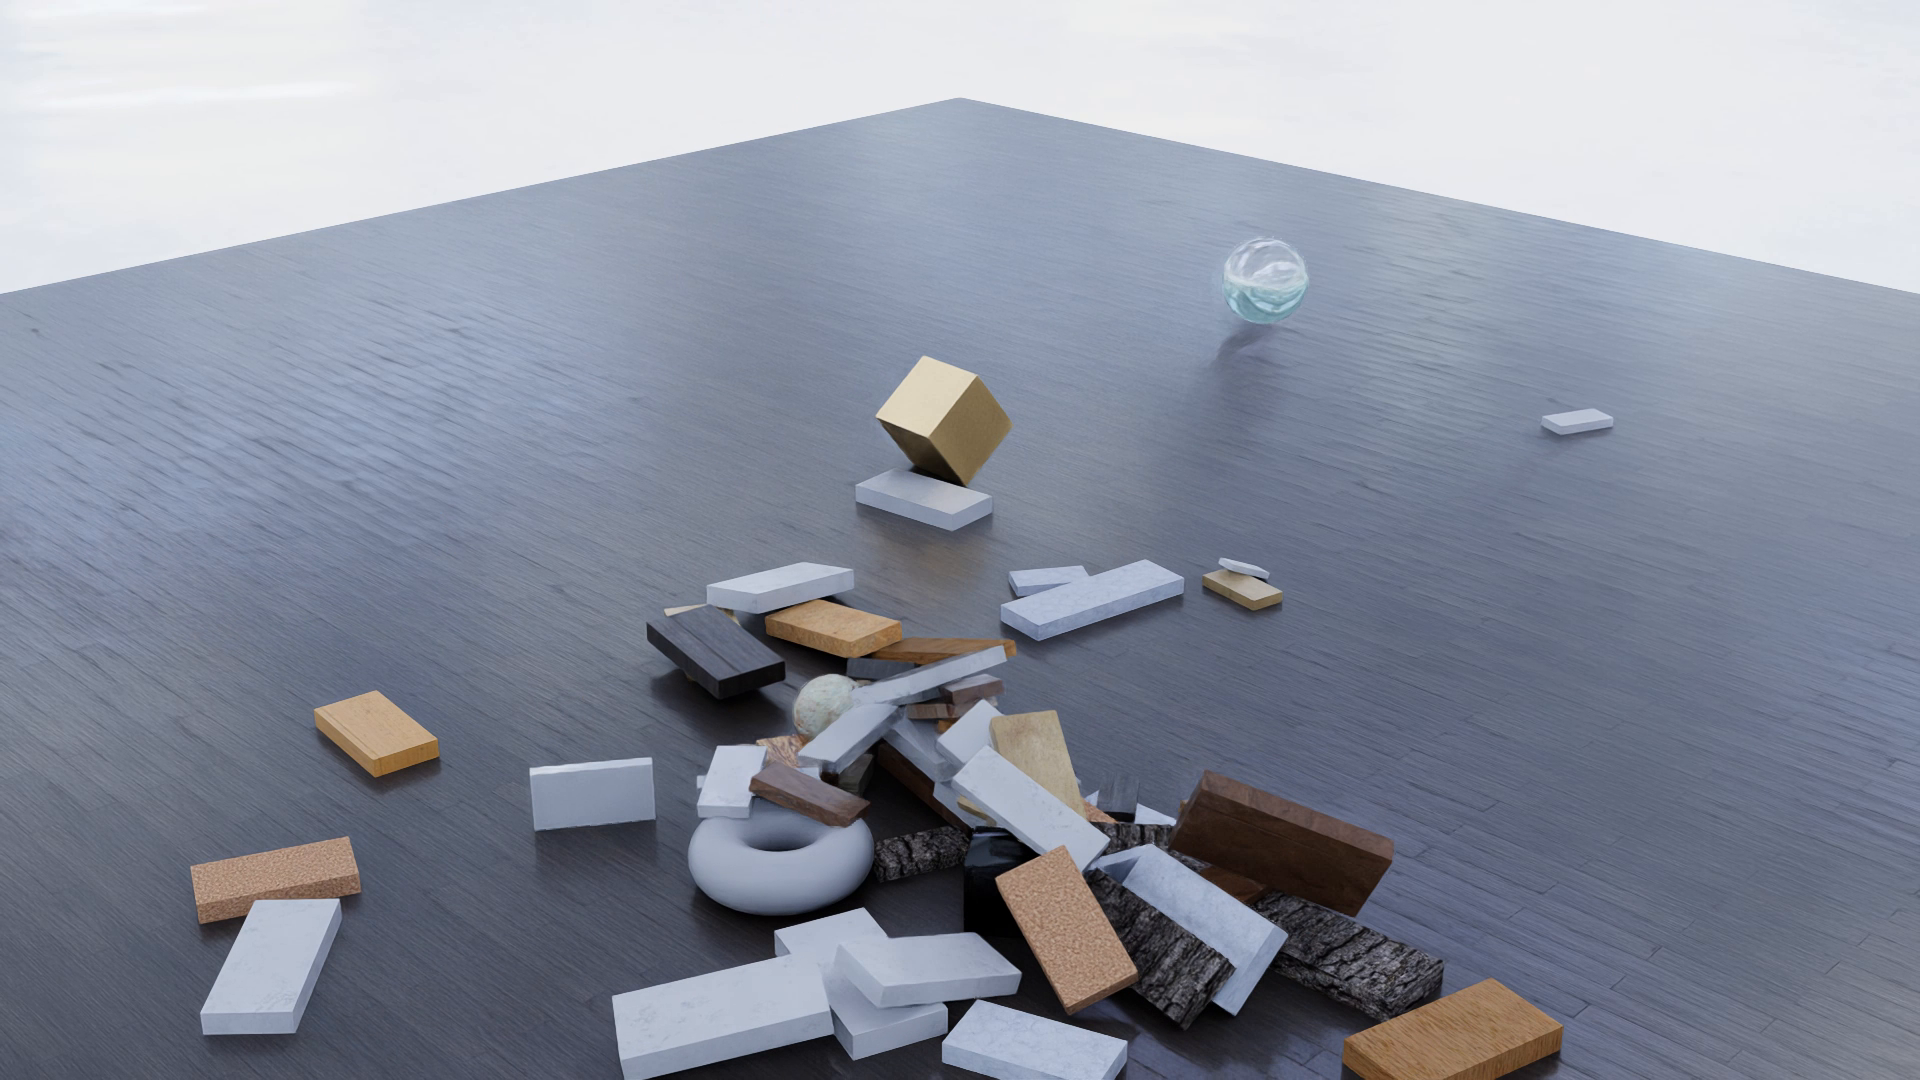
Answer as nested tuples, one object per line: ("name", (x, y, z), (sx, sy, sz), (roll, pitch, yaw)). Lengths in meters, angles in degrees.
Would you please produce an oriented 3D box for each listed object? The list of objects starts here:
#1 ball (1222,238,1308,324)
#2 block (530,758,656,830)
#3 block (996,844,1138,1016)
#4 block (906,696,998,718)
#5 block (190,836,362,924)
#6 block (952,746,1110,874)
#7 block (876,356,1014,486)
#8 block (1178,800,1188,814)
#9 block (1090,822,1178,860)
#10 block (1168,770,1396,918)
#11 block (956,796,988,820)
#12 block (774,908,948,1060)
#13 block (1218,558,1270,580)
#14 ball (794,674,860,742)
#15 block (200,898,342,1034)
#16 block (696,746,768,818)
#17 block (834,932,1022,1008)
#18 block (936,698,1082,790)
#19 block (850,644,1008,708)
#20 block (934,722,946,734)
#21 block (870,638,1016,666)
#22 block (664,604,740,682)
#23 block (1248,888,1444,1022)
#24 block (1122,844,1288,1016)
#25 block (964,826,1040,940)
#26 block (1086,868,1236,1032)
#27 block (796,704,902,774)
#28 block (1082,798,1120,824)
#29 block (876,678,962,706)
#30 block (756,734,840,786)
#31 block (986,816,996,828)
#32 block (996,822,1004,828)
("ball", (1.032, -0.878, 7.458), (0.290, 0.290, 0.290), (0, 23, 0))
("block", (-0.735, 0.508, 4.406), (0.240, 0.120, 0.034), (-4, 19, -10))
("block", (0.187, 0.687, 3.885), (0.139, 0.039, 0.278), (-24, 57, -11))
("block", (-0.018, 0.337, 4.483), (0.102, 0.029, 0.204), (-13, 2, -29))
("block", (-1.302, 0.646, 4.186), (0.294, 0.042, 0.147), (-9, 25, -20))
("block", (0.129, 0.502, 4.052), (0.294, 0.028, 0.100), (36, 57, 18))
("block", (-0.043, -0.333, 6.138), (0.227, 0.227, 0.227), (24, 70, 44))
("block", (0.543, 0.552, 4.385), (0.191, 0.027, 0.095), (3, 21, -19))
("block", (0.316, 0.587, 4.180), (0.191, 0.027, 0.095), (3, 52, -8))
("block", (0.587, 0.557, 4.025), (0.368, 0.177, 0.050), (21, 42, -1))
("block", (0.079, 0.515, 4.279), (0.157, 0.022, 0.078), (21, 55, 34))
("block", (-0.178, 0.775, 3.870), (0.177, 0.050, 0.354), (-11, 25, -24))
("block", (0.712, 0.071, 5.513), (0.118, 0.017, 0.059), (13, 11, -31))
("ball", (-0.270, 0.370, 4.675), (0.169, 0.169, 0.169), (0, 23, 0))
("block", (-1.223, 0.756, 3.922), (0.156, 0.044, 0.357), (-1, 23, -2))
("block", (-0.443, 0.472, 4.297), (0.100, 0.028, 0.201), (1, 29, 6))
("block", (-0.055, 0.746, 3.826), (0.299, 0.042, 0.147), (4, 19, -38))
("block", (0.092, 0.431, 4.209), (0.258, 0.037, 0.129), (39, 63, 22))
("block", (-0.059, 0.280, 4.557), (0.129, 0.037, 0.480), (-14, -1, 25))
("block", (0.010, 0.381, 4.408), (0.069, 0.020, 0.138), (-9, 9, -28))
("block", (-0.040, 0.254, 4.963), (0.120, 0.034, 0.374), (-17, 10, -38))
("block", (-0.588, 0.235, 5.151), (0.156, 0.044, 0.311), (-7, 24, -16))
("block", (0.656, 0.739, 3.957), (0.387, 0.048, 0.169), (20, 30, 39))
("block", (0.414, 0.692, 3.932), (0.048, 0.169, 0.337), (39, -6, -41))
("block", (0.090, 0.635, 4.078), (0.145, 0.145, 0.145), (4, 23, 8))
("block", (0.319, 0.723, 3.910), (0.139, 0.039, 0.360), (-48, 40, -11))
("block", (-0.225, 0.401, 4.486), (0.106, 0.030, 0.212), (6, 32, 39))
("block", (0.196, 0.517, 4.289), (0.239, 0.022, 0.078), (32, 38, 30))
("block", (-0.132, 0.334, 4.706), (0.102, 0.029, 0.395), (-13, -1, -30))
("block", (-0.335, 0.457, 4.513), (0.106, 0.030, 0.212), (-7, 19, -23))
("block", (0.109, 0.503, 4.230), (0.093, 0.026, 0.262), (11, 56, 6))
("block", (0.121, 0.505, 4.197), (0.093, 0.026, 0.186), (6, 55, 2))
